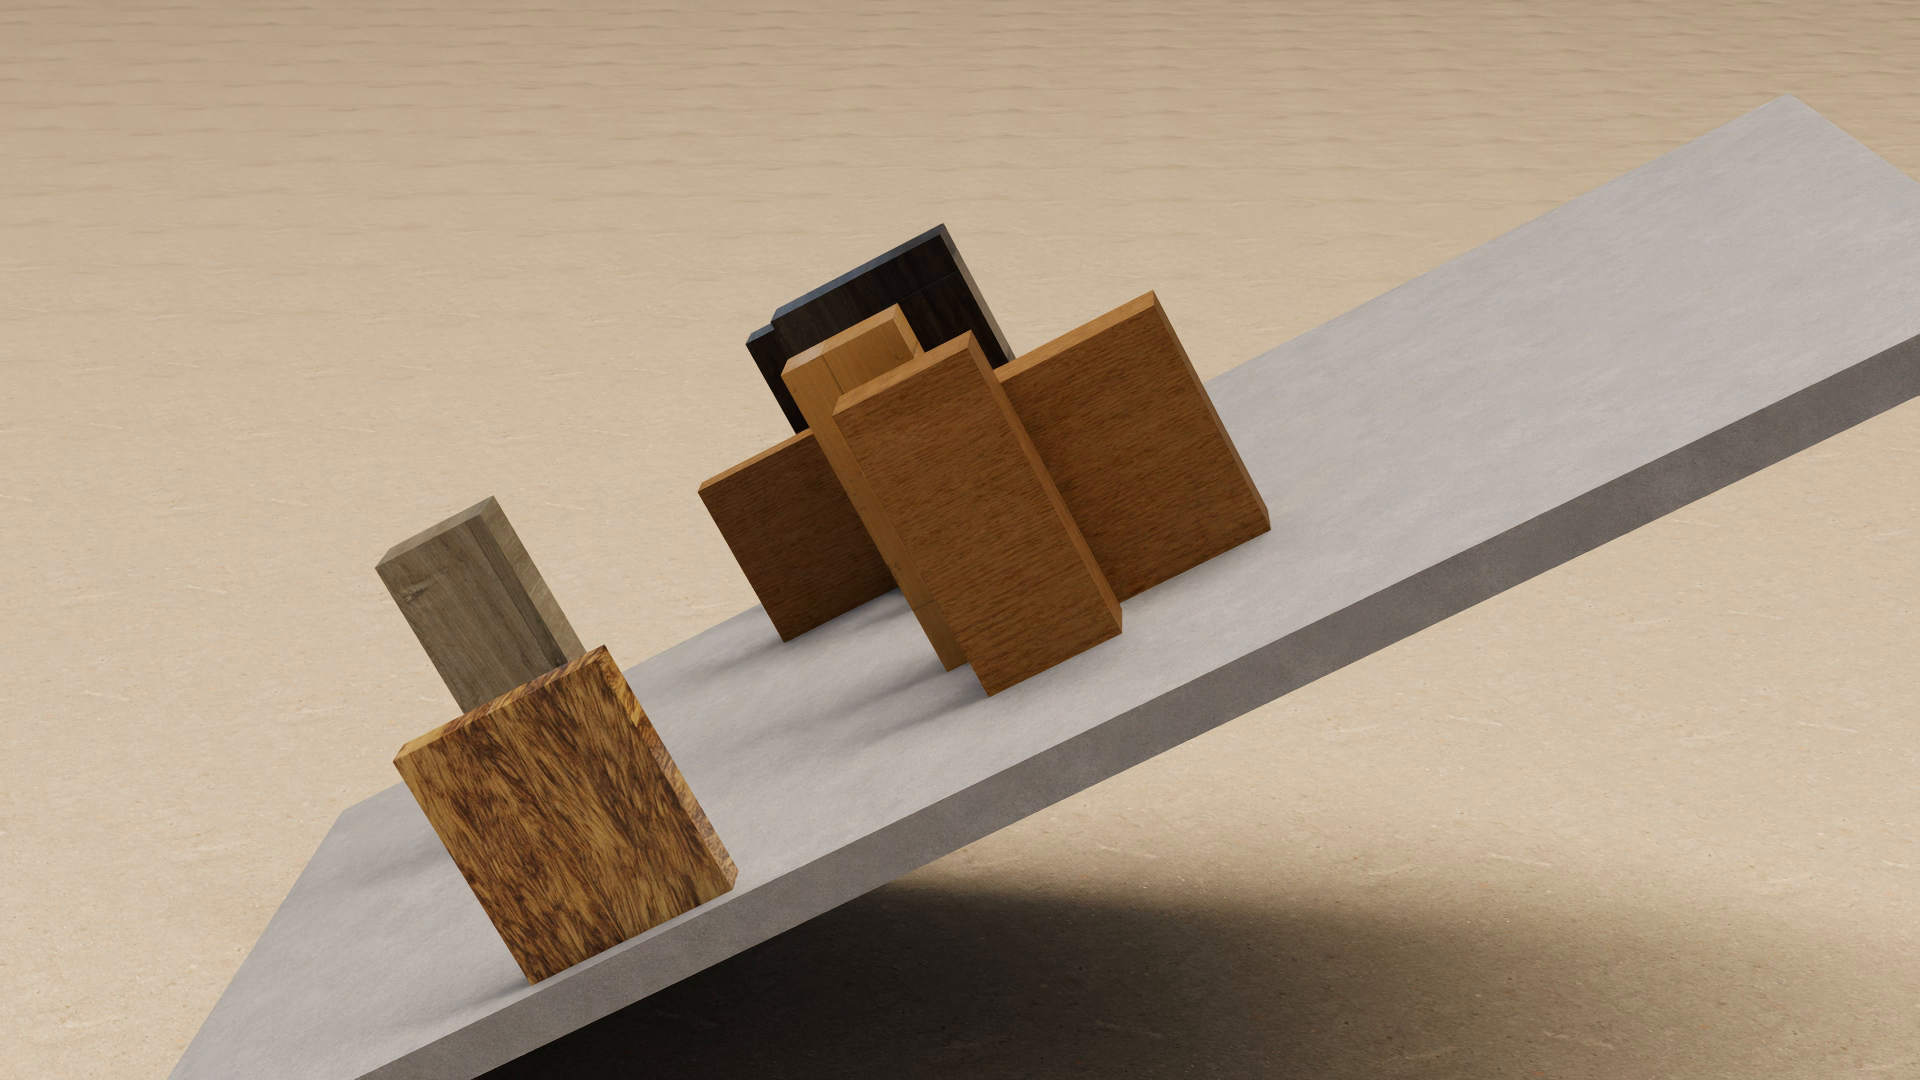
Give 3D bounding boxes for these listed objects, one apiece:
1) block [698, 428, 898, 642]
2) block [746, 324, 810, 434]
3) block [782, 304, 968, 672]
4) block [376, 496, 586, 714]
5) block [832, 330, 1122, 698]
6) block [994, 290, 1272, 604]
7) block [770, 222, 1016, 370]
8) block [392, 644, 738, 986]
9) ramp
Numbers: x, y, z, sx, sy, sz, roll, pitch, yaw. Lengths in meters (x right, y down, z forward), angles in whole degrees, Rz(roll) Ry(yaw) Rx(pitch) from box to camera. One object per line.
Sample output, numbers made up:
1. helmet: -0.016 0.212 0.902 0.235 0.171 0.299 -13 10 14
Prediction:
1. block: -0.342 -0.028 6.847 0.375 0.415 0.080 -26 14 11
2. block: -0.237 -0.273 7.068 0.275 0.627 0.114 -26 14 11
3. block: -0.076 -0.104 5.988 0.254 0.705 0.136 -26 14 11
4. block: -0.998 0.267 6.549 0.270 0.673 0.145 -26 14 11
5. block: 0.039 -0.049 5.707 0.292 0.638 0.147 -26 14 11
6. block: 0.335 -0.177 5.848 0.372 0.510 0.142 -26 14 11
7. block: -0.054 -0.276 6.511 0.420 0.727 0.127 -26 14 11
8. block: -0.732 0.516 5.485 0.438 0.508 0.088 -26 14 11
9. ramp: 0.141 0.167 6.281 4.000 0.100 2.000 -26 14 11
